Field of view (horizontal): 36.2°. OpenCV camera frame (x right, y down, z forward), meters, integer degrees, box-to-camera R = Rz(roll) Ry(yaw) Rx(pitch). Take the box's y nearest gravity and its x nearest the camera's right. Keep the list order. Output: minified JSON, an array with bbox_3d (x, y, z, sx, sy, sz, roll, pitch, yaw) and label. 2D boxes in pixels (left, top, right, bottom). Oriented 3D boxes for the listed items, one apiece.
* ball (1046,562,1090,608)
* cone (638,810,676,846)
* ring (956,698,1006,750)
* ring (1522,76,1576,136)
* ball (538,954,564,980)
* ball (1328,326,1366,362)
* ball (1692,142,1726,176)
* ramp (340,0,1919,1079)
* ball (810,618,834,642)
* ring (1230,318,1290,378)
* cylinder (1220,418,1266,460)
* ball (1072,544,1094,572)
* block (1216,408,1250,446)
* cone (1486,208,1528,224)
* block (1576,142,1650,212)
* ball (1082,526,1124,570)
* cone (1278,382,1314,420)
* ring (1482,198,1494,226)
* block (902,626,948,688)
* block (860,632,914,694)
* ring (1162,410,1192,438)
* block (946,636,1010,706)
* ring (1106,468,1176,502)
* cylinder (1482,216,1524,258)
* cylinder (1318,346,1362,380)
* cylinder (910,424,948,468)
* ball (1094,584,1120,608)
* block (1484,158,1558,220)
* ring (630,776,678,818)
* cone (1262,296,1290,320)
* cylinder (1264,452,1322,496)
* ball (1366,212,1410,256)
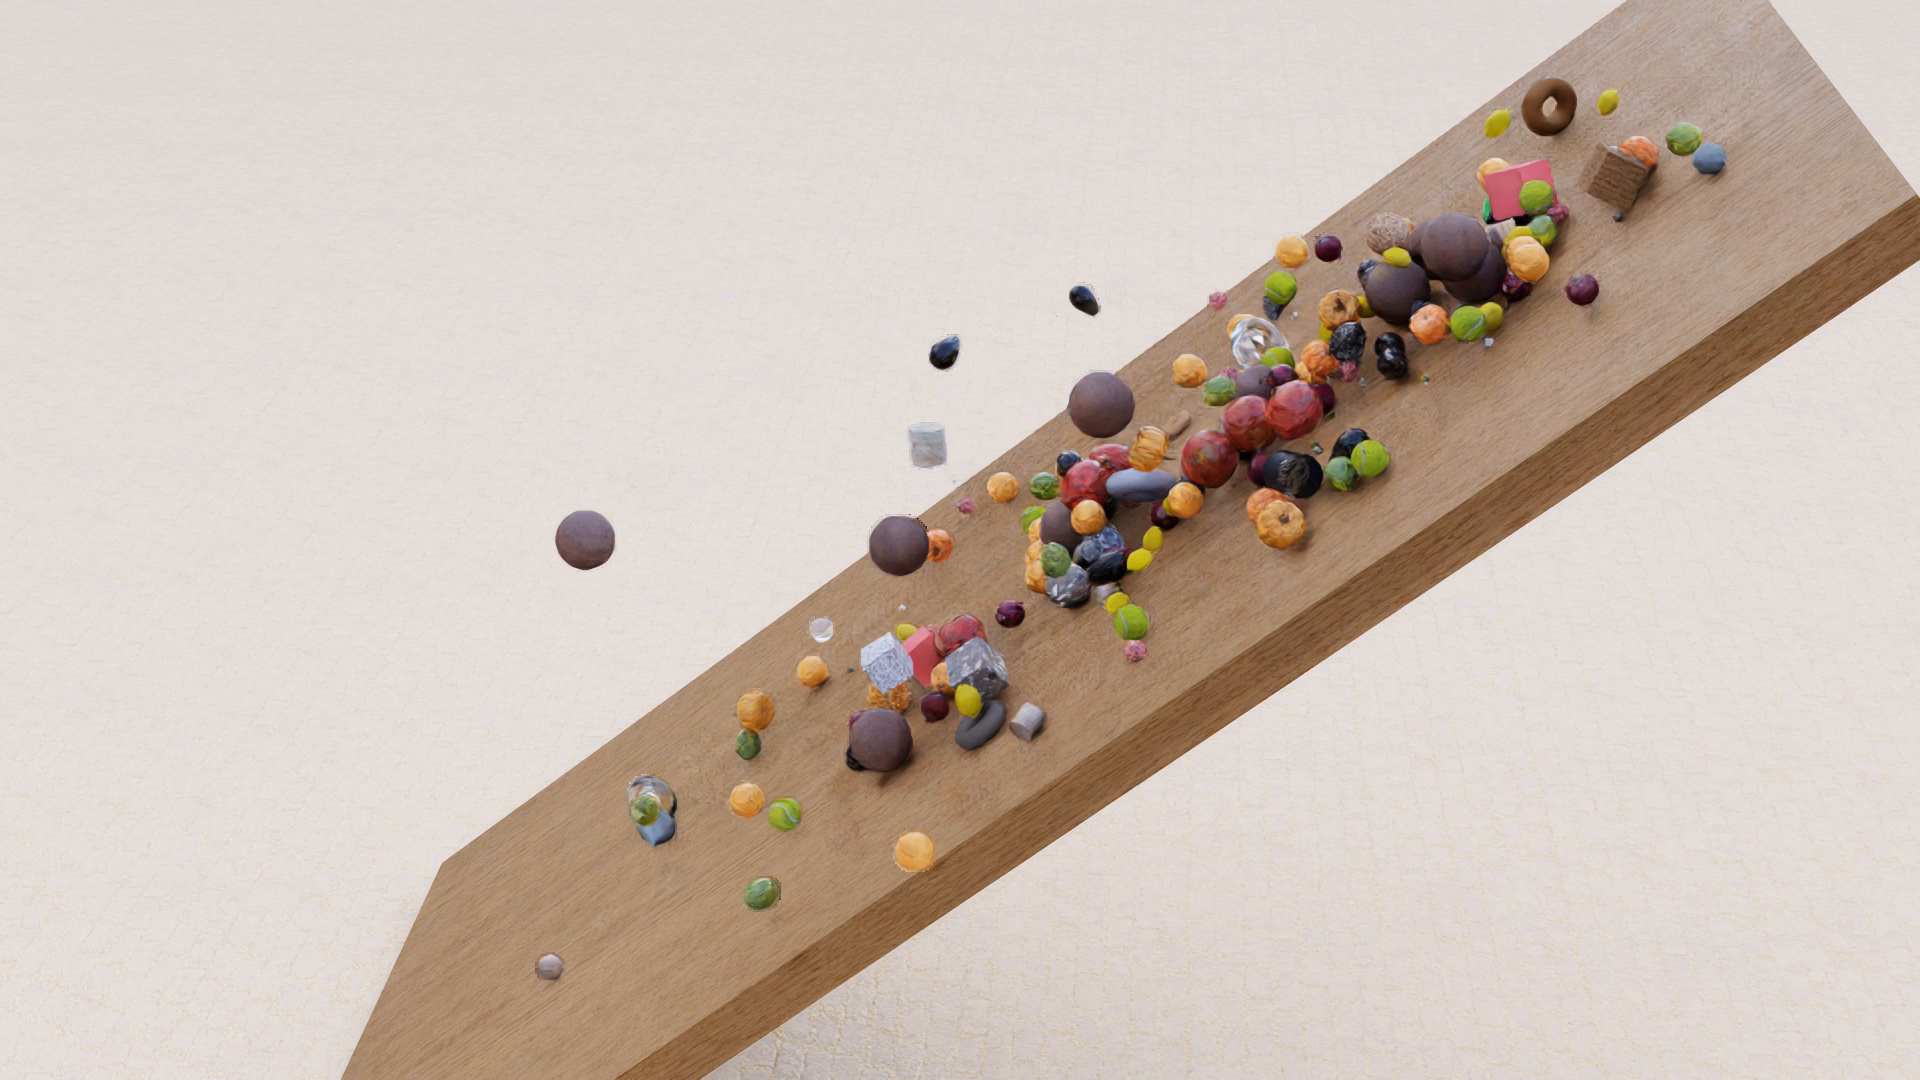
[{"bbox_3d":[0.220,0.093,5.999,0.092,0.092,0.092,0,24,0],"label":"ball"},{"bbox_3d":[-0.683,0.664,6.582,0.087,0.087,0.087,0,25,0],"label":"cone"},{"bbox_3d":[0.041,0.362,5.785,0.121,0.040,0.121,-39,18,16],"label":"ring"},{"bbox_3d":[1.255,-0.924,6.264,0.128,0.128,0.043,-9,23,-19],"label":"ring"},{"bbox_3d":[-0.892,0.932,6.403,0.056,0.056,0.056,0,24,0],"label":"ball"},{"bbox_3d":[0.749,-0.379,5.694,0.071,0.071,0.071,0,24,0],"label":"ball"},{"bbox_3d":[1.395,-0.710,5.473,0.061,0.061,0.061,0,24,0],"label":"ball"},{"bbox_3d":[0.121,0.185,6.339,4.000,0.100,2.000,-36,16,18],"label":"ramp"},{"bbox_3d":[-0.330,0.214,7.024,0.058,0.058,0.058,0,24,0],"label":"ball"},{"bbox_3d":[0.633,-0.405,6.200,0.143,0.048,0.143,17,54,-25],"label":"ring"},{"bbox_3d":[0.576,-0.209,5.996,0.069,0.069,0.069,31,-9,5],"label":"cylinder"},{"bbox_3d":[0.263,0.035,6.113,0.060,0.060,0.060,0,24,0],"label":"ball"},{"bbox_3d":[0.551,-0.227,5.942,0.051,0.051,0.051,22,-11,12],"label":"block"},{"bbox_3d":[1.103,-0.666,6.023,0.083,0.083,0.083,-19,-10,-37],"label":"cone"},{"bbox_3d":[1.256,-0.699,5.660,0.090,0.090,0.090,23,18,-9],"label":"block"},{"bbox_3d":[0.294,0.015,6.040,0.090,0.090,0.090,0,24,0],"label":"ball"},{"bbox_3d":[0.696,-0.294,5.953,0.076,0.076,0.076,-49,42,-12],"label":"cone"},{"bbox_3d":[1.115,-0.686,6.070,0.028,0.083,0.083,26,2,-43],"label":"ring"},{"bbox_3d":[-0.077,0.250,6.282,0.085,0.085,0.085,-42,16,-4],"label":"block"},{"bbox_3d":[-0.147,0.247,5.915,0.076,0.076,0.076,-32,23,9],"label":"block"},{"bbox_3d":[0.476,-0.253,6.457,0.077,0.026,0.077,-41,16,14],"label":"ring"},{"bbox_3d":[0.034,0.262,5.868,0.084,0.084,0.084,-36,38,20],"label":"block"},{"bbox_3d":[0.373,-0.113,6.060,0.146,0.049,0.146,0,-11,0],"label":"ring"},{"bbox_3d":[1.086,-0.604,5.879,0.063,0.063,0.063,-25,16,21],"label":"cylinder"},{"bbox_3d":[0.775,-0.376,5.996,0.069,0.069,0.069,17,47,34],"label":"cylinder"},{"bbox_3d":[-0.076,-0.229,7.121,0.086,0.086,0.086,-5,16,1],"label":"cylinder"},{"bbox_3d":[0.293,0.111,5.852,0.051,0.051,0.051,0,24,0],"label":"ball"},{"bbox_3d":[1.131,-0.707,5.931,0.094,0.094,0.094,-22,10,-38],"label":"block"},{"bbox_3d":[-0.702,0.597,6.736,0.123,0.123,0.041,11,34,24],"label":"ring"},{"bbox_3d":[0.721,-0.531,6.617,0.059,0.059,0.059,-25,31,-18],"label":"cone"},{"bbox_3d":[0.632,-0.125,5.591,0.083,0.083,0.083,-8,4,-17],"label":"cylinder"},{"bbox_3d":[0.859,-0.614,5.911,0.088,0.088,0.088,0,24,0],"label":"ball"}]
